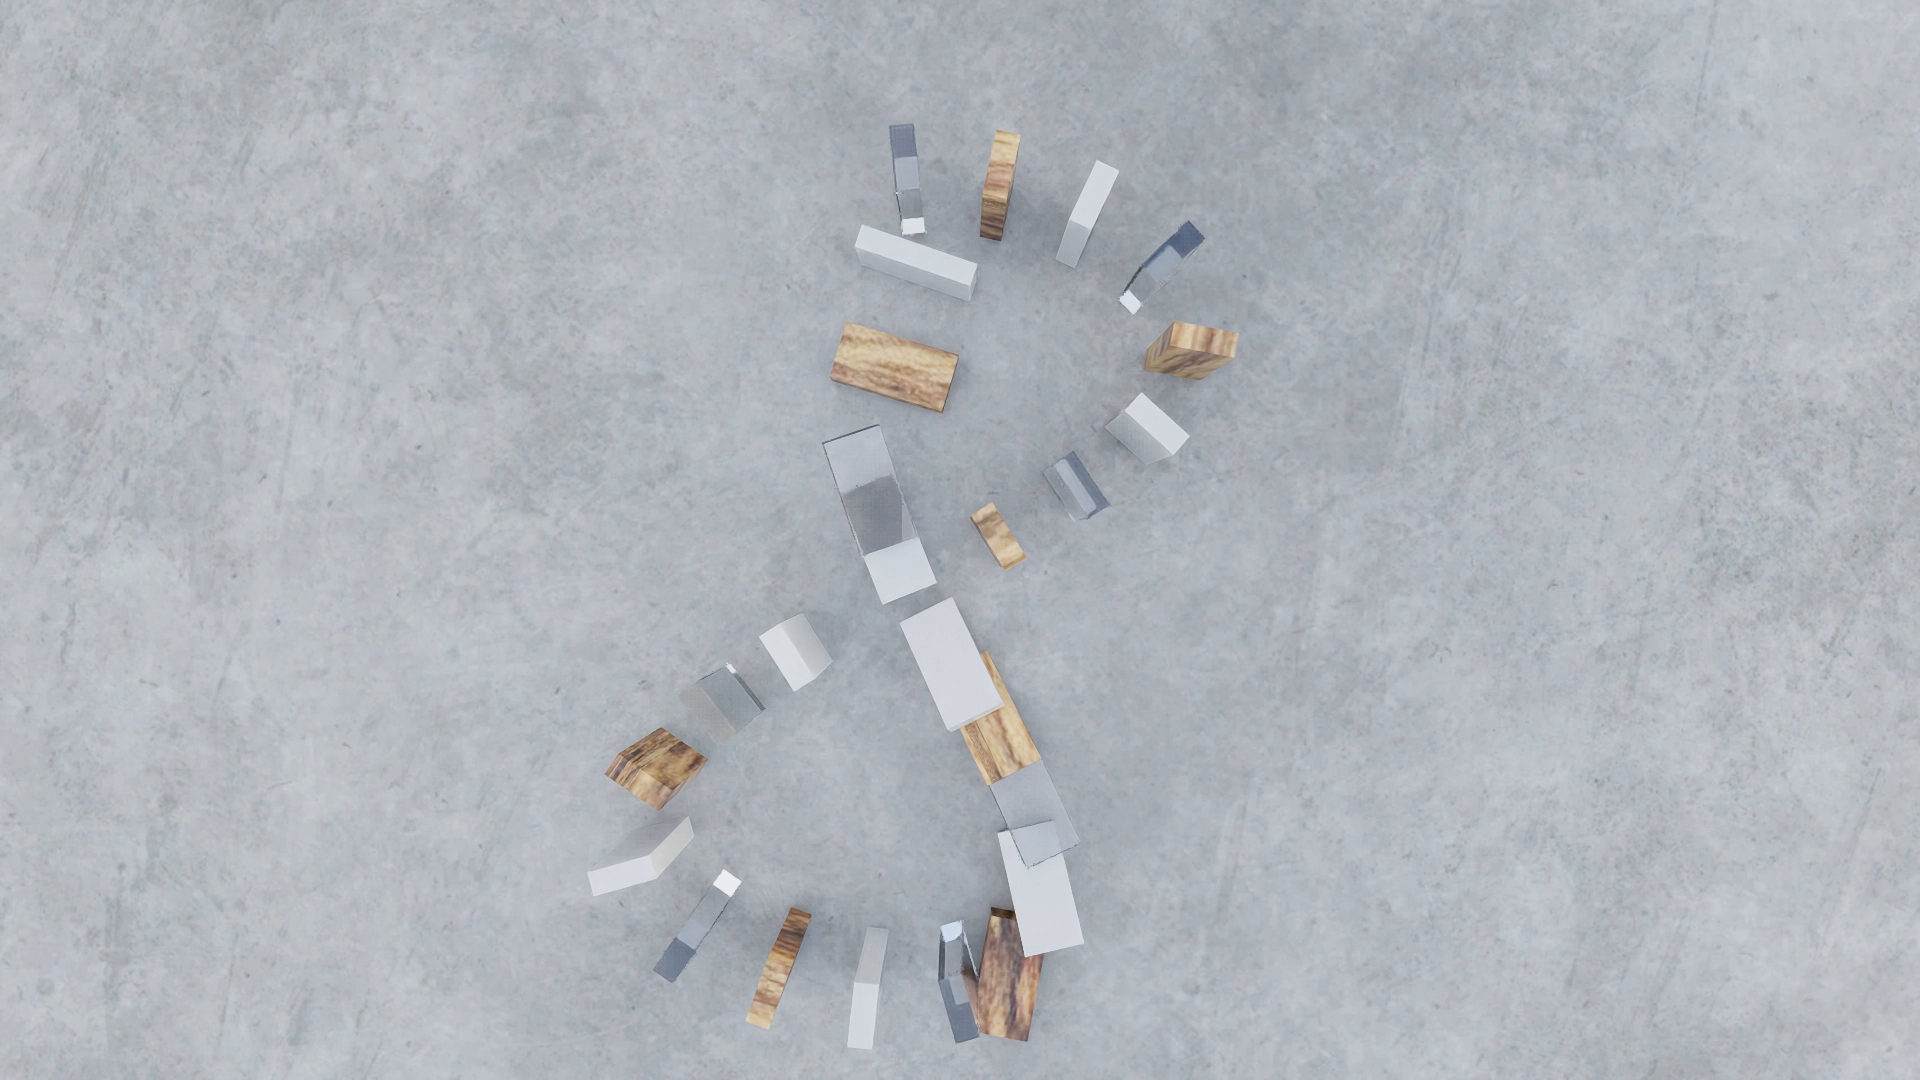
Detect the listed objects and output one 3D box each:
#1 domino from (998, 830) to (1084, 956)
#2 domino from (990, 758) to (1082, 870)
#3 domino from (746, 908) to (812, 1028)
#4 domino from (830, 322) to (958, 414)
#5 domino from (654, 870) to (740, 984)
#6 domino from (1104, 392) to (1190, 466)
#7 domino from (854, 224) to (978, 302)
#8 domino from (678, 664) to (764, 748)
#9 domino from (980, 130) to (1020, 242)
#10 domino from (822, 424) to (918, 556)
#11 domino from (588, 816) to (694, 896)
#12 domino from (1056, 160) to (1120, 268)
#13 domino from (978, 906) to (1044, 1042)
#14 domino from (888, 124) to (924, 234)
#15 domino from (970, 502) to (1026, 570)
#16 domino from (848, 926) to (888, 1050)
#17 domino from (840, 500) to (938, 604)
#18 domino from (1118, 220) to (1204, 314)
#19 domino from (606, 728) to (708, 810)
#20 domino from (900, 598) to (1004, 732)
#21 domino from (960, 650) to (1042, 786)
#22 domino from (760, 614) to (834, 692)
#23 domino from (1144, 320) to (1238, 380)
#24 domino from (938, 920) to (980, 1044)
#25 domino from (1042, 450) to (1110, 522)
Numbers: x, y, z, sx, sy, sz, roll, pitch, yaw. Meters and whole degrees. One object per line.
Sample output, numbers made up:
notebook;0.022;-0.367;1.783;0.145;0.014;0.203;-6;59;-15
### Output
domino;0.034;0.147;0.389;0.025;0.010;0.050;-13;75;0
domino;0.029;0.110;0.389;0.025;0.010;0.050;-26;74;0
domino;-0.073;0.174;0.375;0.009;0.050;0.025;20;90;0
domino;-0.028;-0.074;0.395;0.050;0.010;0.025;17;90;0
domino;-0.106;0.157;0.375;0.010;0.050;0.025;35;90;0
domino;0.075;-0.045;0.375;0.025;0.050;0.010;42;90;0
domino;-0.018;-0.117;0.388;0.050;0.025;0.009;19;90;0
domino;-0.096;0.067;0.375;0.010;0.050;0.025;-38;90;0
domino;0.016;-0.144;0.375;0.009;0.050;0.025;12;90;0
domino;-0.038;-0.021;0.386;0.025;0.009;0.050;-19;90;0
domino;-0.129;0.128;0.375;0.025;0.050;0.009;-16;90;0
domino;0.051;-0.132;0.375;0.010;0.050;0.025;25;90;0
domino;0.021;0.187;0.395;0.025;0.009;0.050;11;90;0
domino;-0.021;-0.146;0.375;0.009;0.050;0.025;-6;90;0
domino;0.015;-0.001;0.375;0.009;0.050;0.025;-32;90;0
domino;-0.037;0.182;0.375;0.010;0.050;0.025;6;90;0
domino;-0.031;0.000;0.395;0.025;0.009;0.050;-22;90;0
domino;0.081;-0.110;0.375;0.025;0.050;0.009;-44;90;0
domino;-0.123;0.093;0.375;0.025;0.050;0.009;34;90;0
domino;-0.004;0.052;0.387;0.025;0.010;0.050;-26;69;0
domino;0.012;0.075;0.389;0.025;0.010;0.050;-27;75;0
domino;-0.066;0.045;0.375;0.009;0.050;0.025;-33;90;0
domino;0.093;-0.077;0.375;0.025;0.050;0.010;11;90;0
domino;0.000;0.179;0.375;0.009;0.050;0.025;-16;90;0
domino;0.046;-0.021;0.375;0.010;0.050;0.025;-34;90;0
